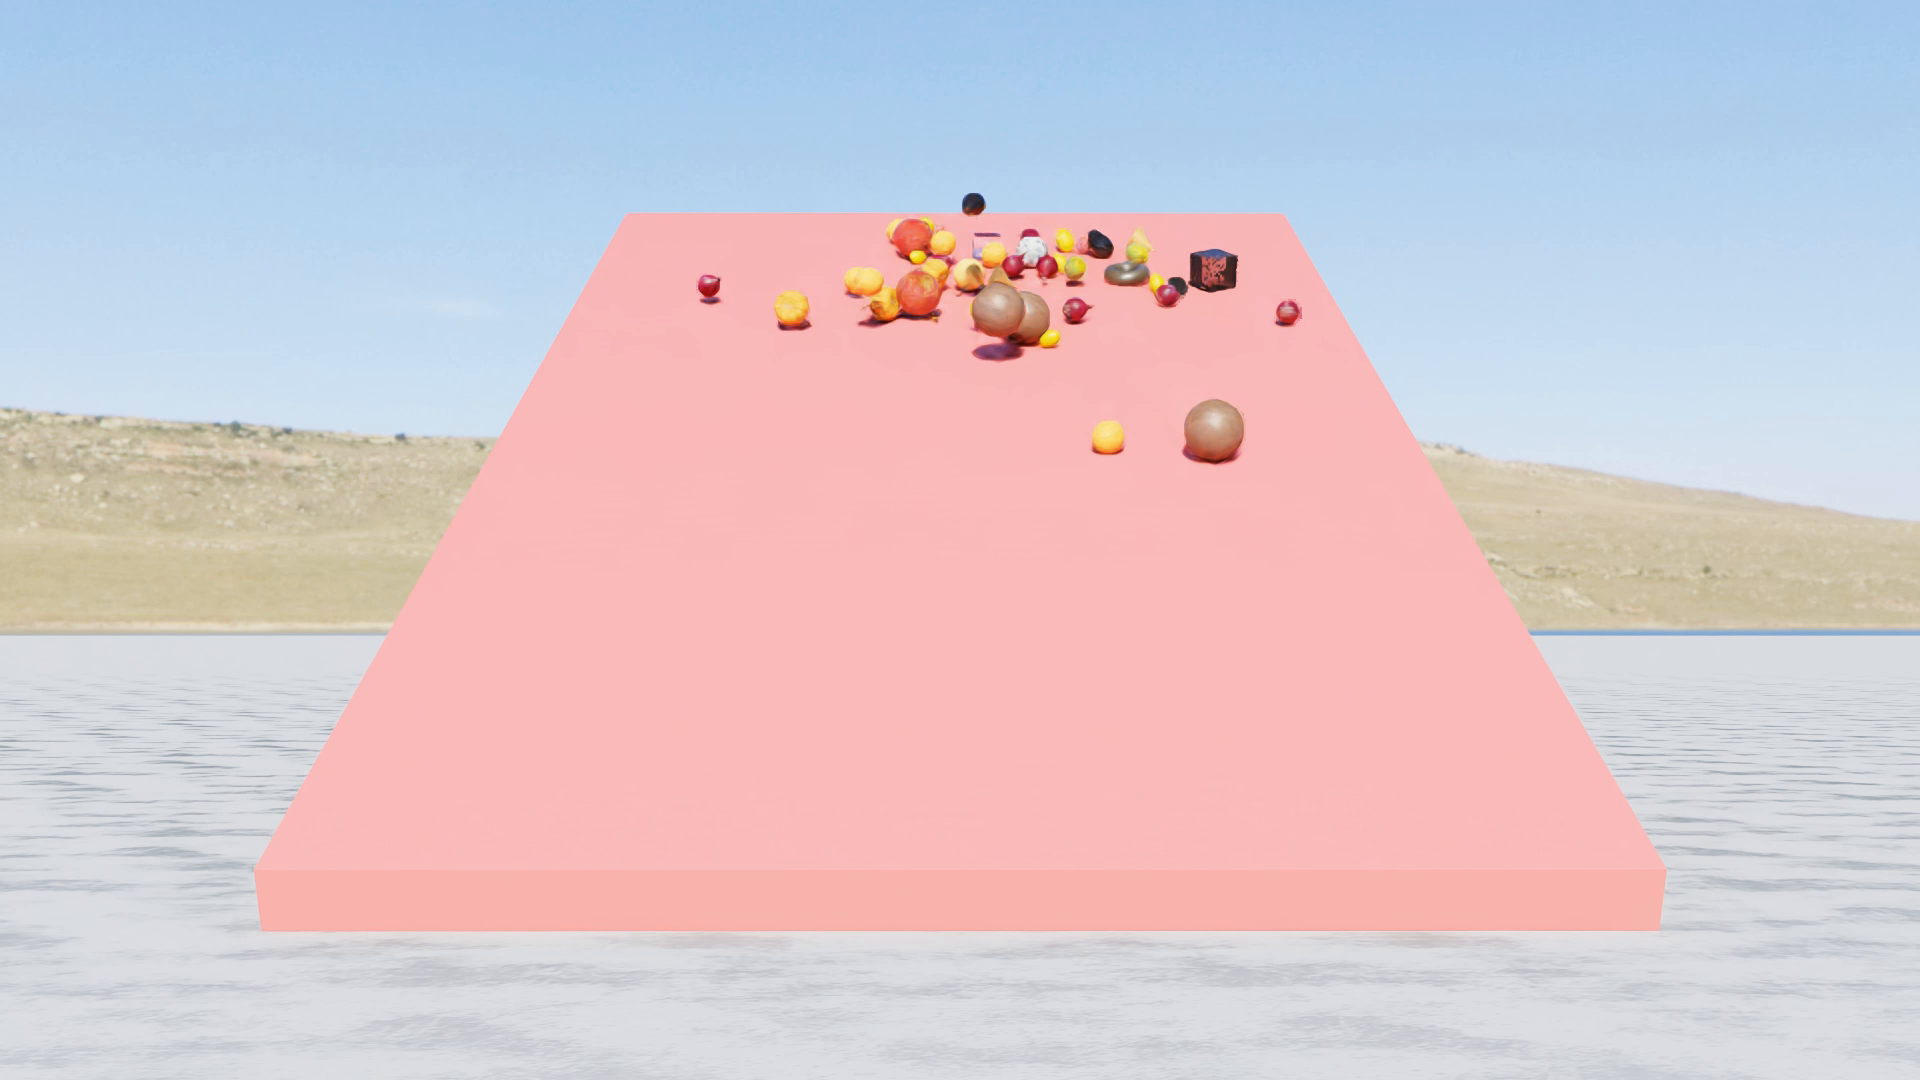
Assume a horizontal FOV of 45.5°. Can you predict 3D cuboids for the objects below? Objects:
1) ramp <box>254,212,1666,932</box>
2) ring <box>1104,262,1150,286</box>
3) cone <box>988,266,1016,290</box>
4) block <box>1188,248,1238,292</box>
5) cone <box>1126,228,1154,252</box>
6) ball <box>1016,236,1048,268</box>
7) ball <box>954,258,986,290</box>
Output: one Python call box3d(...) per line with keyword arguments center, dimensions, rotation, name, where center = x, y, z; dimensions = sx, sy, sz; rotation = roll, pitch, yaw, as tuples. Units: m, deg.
box3d(center=(-0.006, -0.218, 5.118), dimensions=(2.000, 0.100, 4.000), rotation=(0, 21, 0), name="ramp")
box3d(center=(0.453, -0.721, 6.207), dimensions=(0.129, 0.043, 0.129), rotation=(-3, 24, 1), name="ring")
box3d(center=(0.118, -0.675, 5.999), dimensions=(0.069, 0.069, 0.069), rotation=(23, -9, -17), name="cone")
box3d(center=(0.681, -0.725, 6.153), dimensions=(0.090, 0.090, 0.090), rotation=(-13, 25, -30), name="block")
box3d(center=(0.526, -0.841, 6.526), dimensions=(0.076, 0.076, 0.076), rotation=(34, 4, 10), name="cone")
box3d(center=(0.199, -0.799, 6.344), dimensions=(0.088, 0.088, 0.088), rotation=(0, -2, 0), name="ball")
box3d(center=(0.025, -0.710, 6.118), dimensions=(0.086, 0.086, 0.086), rotation=(0, -2, 0), name="ball")
